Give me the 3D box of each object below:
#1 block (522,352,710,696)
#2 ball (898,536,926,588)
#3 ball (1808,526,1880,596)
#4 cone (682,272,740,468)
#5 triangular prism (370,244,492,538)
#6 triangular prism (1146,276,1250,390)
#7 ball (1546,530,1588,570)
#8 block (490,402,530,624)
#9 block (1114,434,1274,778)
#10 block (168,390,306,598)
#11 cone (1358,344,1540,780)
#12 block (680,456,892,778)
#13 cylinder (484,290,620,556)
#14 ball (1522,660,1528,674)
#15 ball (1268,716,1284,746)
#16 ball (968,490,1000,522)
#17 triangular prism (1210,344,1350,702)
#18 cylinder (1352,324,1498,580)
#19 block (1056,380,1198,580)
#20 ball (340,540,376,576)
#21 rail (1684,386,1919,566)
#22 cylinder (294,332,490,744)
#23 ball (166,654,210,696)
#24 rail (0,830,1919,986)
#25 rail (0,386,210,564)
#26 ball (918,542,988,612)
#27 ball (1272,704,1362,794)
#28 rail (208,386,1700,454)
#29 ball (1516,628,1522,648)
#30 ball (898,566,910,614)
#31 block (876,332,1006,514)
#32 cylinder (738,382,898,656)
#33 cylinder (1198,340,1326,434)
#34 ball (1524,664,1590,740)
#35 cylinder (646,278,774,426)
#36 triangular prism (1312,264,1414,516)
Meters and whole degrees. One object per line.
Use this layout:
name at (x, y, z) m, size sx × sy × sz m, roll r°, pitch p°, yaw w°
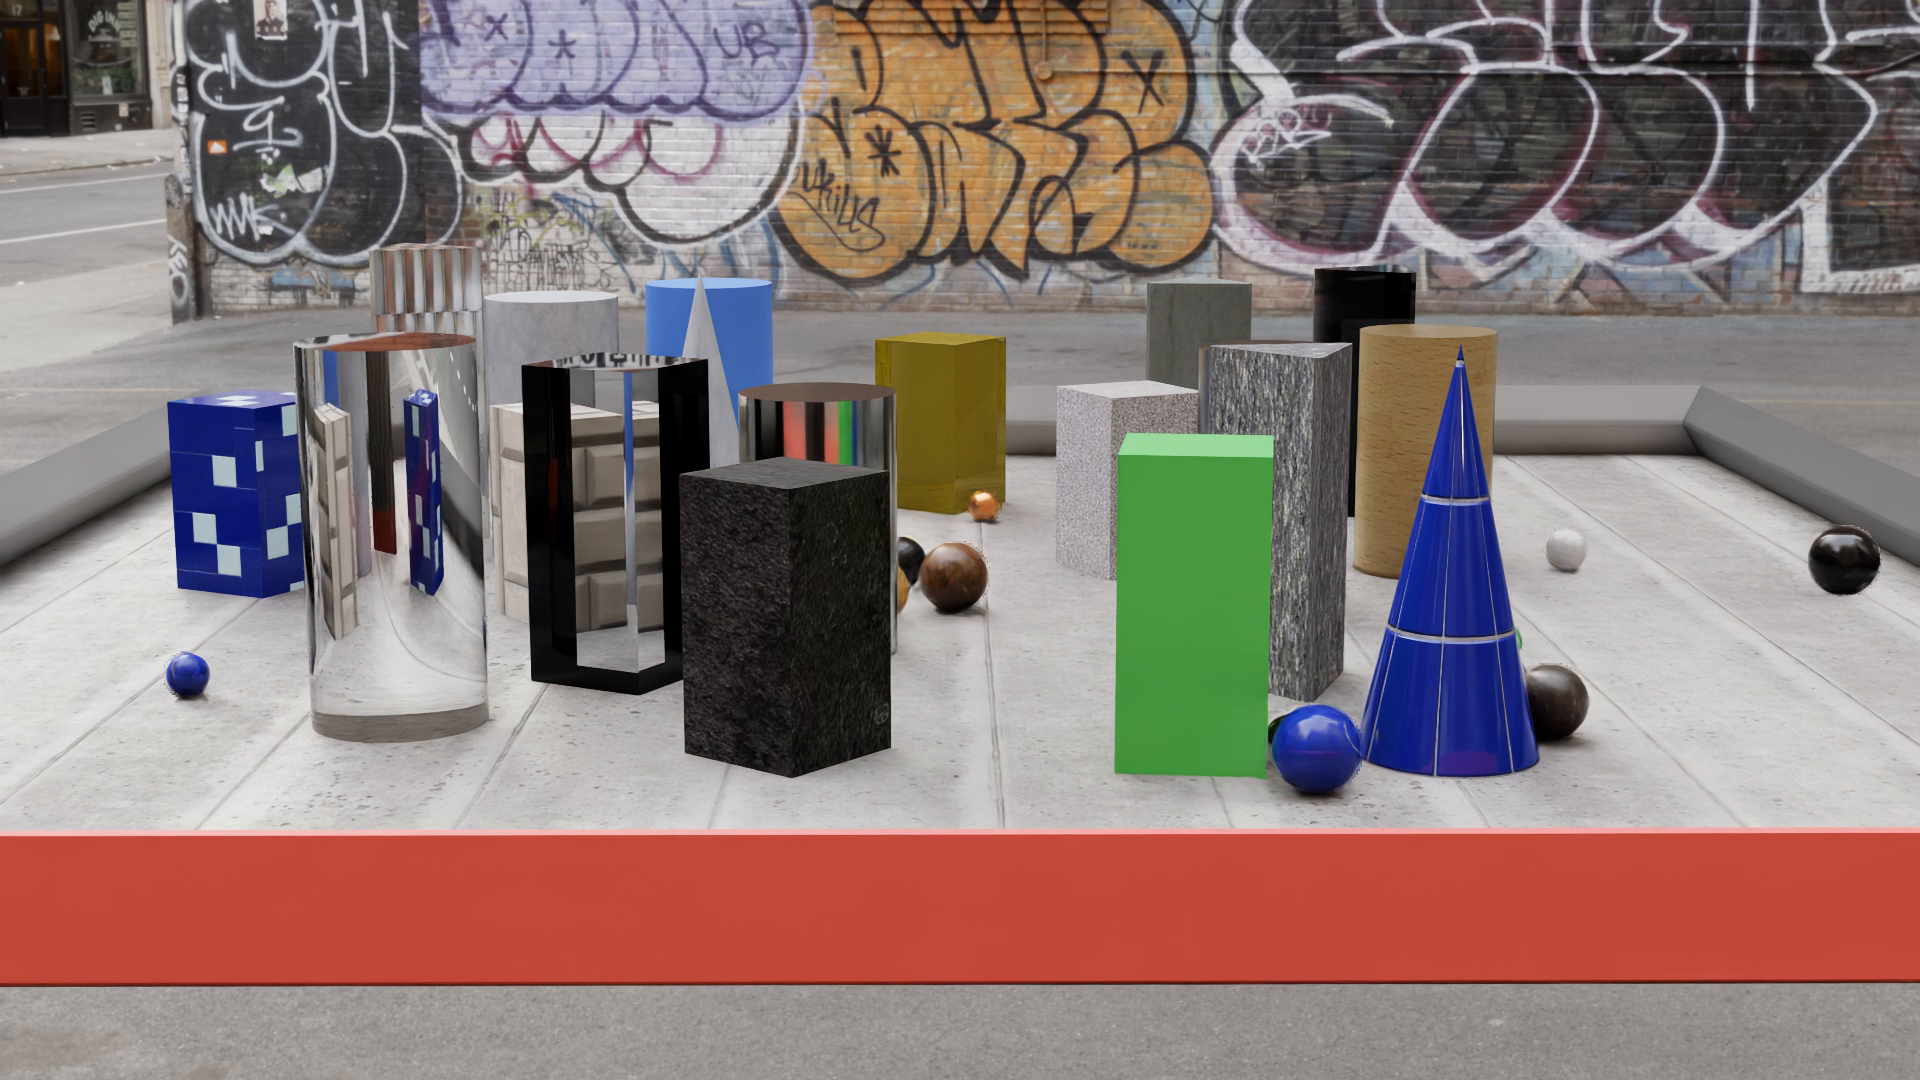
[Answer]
block at (-0.407, -0.024, 3.068) m, size 0.157 × 0.380 × 0.157 m, roll 6°, pitch 12°, yaw 28°
ball at (-0.084, 0.032, 3.601) m, size 0.075 × 0.075 × 0.075 m, roll 0°, pitch 11°, yaw 0°
ball at (1.226, 0.029, 3.559) m, size 0.096 × 0.096 × 0.096 m, roll 0°, pitch 11°, yaw 0°
cone at (-0.361, -0.157, 3.597) m, size 0.196 × 0.448 × 0.196 m, roll 0°, pitch 11°, yaw 0°
triangular prism at (-0.840, -0.231, 3.989) m, size 0.170 × 0.451 × 0.147 m, roll -5°, pitch 12°, yaw -25°
triangular prism at (0.401, -0.258, 4.360) m, size 0.170 × 0.369 × 0.147 m, roll 1°, pitch 11°, yaw 3°
ball at (0.883, 0.015, 3.735) m, size 0.061 × 0.061 × 0.061 m, roll 0°, pitch 11°, yaw 0°
block at (-0.516, -0.038, 3.419) m, size 0.157 × 0.280 × 0.157 m, roll -7°, pitch 13°, yaw -35°
block at (0.248, 0.066, 2.708) m, size 0.157 × 0.335 × 0.157 m, roll 1°, pitch 11°, yaw 7°
block at (-0.997, -0.068, 3.624) m, size 0.157 × 0.264 × 0.157 m, roll 5°, pitch 12°, yaw 27°
cone at (0.520, 0.012, 2.705) m, size 0.196 × 0.441 × 0.196 m, roll 0°, pitch 11°, yaw 0°
block at (-0.185, 0.077, 2.732) m, size 0.157 × 0.303 × 0.157 m, roll 8°, pitch 13°, yaw 38°
cylinder at (-0.605, -0.170, 3.834) m, size 0.196 × 0.388 × 0.196 m, roll 0°, pitch 11°, yaw 0°
ball at (0.599, 0.160, 2.888) m, size 0.084 × 0.084 × 0.084 m, roll 0°, pitch 11°, yaw 0°
ball at (0.349, 0.208, 2.747) m, size 0.040 × 0.040 × 0.040 m, roll 0°, pitch 11°, yaw 0°
ball at (0.038, -0.055, 4.139) m, size 0.053 × 0.053 × 0.053 m, roll 0°, pitch 11°, yaw 0°
triangular prism at (0.407, -0.029, 3.040) m, size 0.147 × 0.400 × 0.170 m, roll -9°, pitch 14°, yaw -39°
cylinder at (0.675, -0.130, 3.726) m, size 0.196 × 0.349 × 0.196 m, roll 0°, pitch 11°, yaw 0°
block at (0.248, -0.090, 3.746) m, size 0.157 × 0.262 × 0.157 m, roll -5°, pitch 12°, yaw -27°
ball at (-0.868, 0.026, 3.694) m, size 0.051 × 0.051 × 0.051 m, roll 0°, pitch 11°, yaw 0°
rail at (1.387, 0.031, 3.457) m, size 0.045 × 0.127 × 2.858 m, roll 0°, pitch 11°, yaw 0°
cylinder at (-0.629, -0.007, 2.847) m, size 0.196 × 0.427 × 0.196 m, roll 0°, pitch 11°, yaw 0°
ball at (-0.901, 0.157, 2.994) m, size 0.050 × 0.050 × 0.050 m, roll 0°, pitch 11°, yaw 0°
rail at (0.008, 0.289, 2.067) m, size 2.822 × 0.127 × 0.045 m, roll 0°, pitch 11°, yaw 0°
rail at (-1.387, 0.034, 3.441) m, size 0.045 × 0.127 × 2.858 m, roll 0°, pitch 11°, yaw 0°
ball at (-0.009, 0.049, 3.458) m, size 0.093 × 0.093 × 0.093 m, roll 0°, pitch 11°, yaw 0°
ball at (0.361, 0.211, 2.594) m, size 0.090 × 0.090 × 0.090 m, roll 0°, pitch 11°, yaw 0°
rail at (-0.008, -0.223, 4.831) m, size 2.822 × 0.127 × 0.045 m, roll 0°, pitch 11°, yaw 0°
ball at (0.660, 0.126, 3.147) m, size 0.057 × 0.057 × 0.057 m, roll 0°, pitch 11°, yaw 0°
ball at (-0.111, 0.067, 3.382) m, size 0.087 × 0.087 × 0.087 m, roll 0°, pitch 11°, yaw 0°
block at (-0.032, -0.198, 4.284) m, size 0.157 × 0.279 × 0.157 m, roll 7°, pitch 12°, yaw 32°
cylinder at (-0.176, -0.022, 3.204) m, size 0.196 × 0.327 × 0.196 m, roll 0°, pitch 11°, yaw 0°
cylinder at (0.419, -0.086, 3.479) m, size 0.196 × 0.352 × 0.196 m, roll 0°, pitch 11°, yaw 0°
ball at (0.645, 0.177, 2.802) m, size 0.082 × 0.082 × 0.082 m, roll 0°, pitch 11°, yaw 0°
cylinder at (-0.390, -0.206, 4.018) m, size 0.196 × 0.392 × 0.196 m, roll 0°, pitch 11°, yaw 0°
triangular prism at (0.682, -0.246, 4.208) m, size 0.170 × 0.401 × 0.147 m, roll 6°, pitch 12°, yaw 29°
